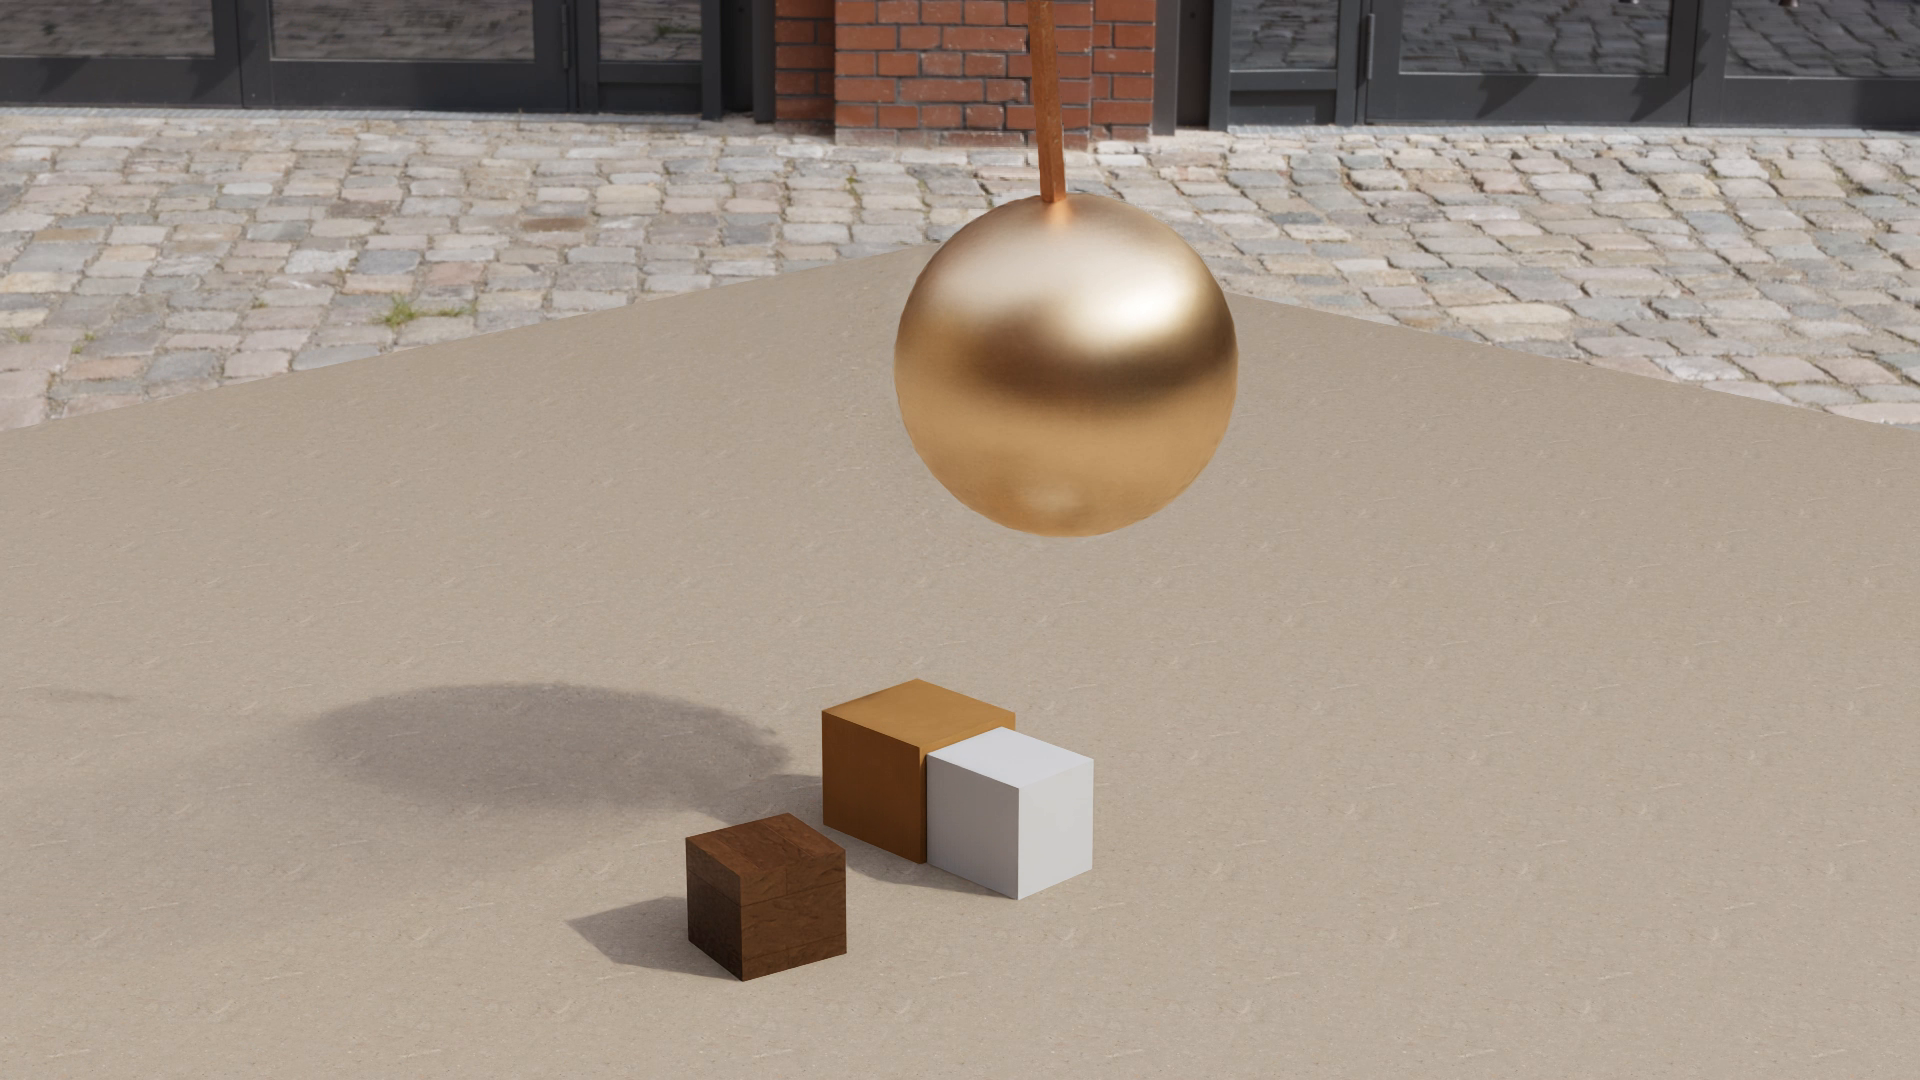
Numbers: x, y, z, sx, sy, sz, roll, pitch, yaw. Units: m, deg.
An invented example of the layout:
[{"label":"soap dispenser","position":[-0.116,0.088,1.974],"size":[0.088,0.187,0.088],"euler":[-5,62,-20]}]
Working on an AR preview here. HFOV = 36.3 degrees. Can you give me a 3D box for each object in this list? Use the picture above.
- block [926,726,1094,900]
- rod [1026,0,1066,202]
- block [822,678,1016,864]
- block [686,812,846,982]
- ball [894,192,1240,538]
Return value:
[{"label":"block","position":[0.228,1.248,13.471],"size":[0.491,0.542,0.586],"euler":[-17,24,-42]},{"label":"rod","position":[0.213,-3.948,12.324],"size":[0.080,5.200,0.080],"euler":[17,31,42]},{"label":"block","position":[-0.196,1.088,13.915],"size":[0.627,0.581,0.667],"euler":[-17,24,-42]},{"label":"block","position":[-0.837,1.534,12.653],"size":[0.513,0.485,0.488],"euler":[-11,21,-31]},{"label":"ball","position":[0.491,-0.809,13.602],"size":[1.600,1.600,1.600],"euler":[0,17,0]}]
